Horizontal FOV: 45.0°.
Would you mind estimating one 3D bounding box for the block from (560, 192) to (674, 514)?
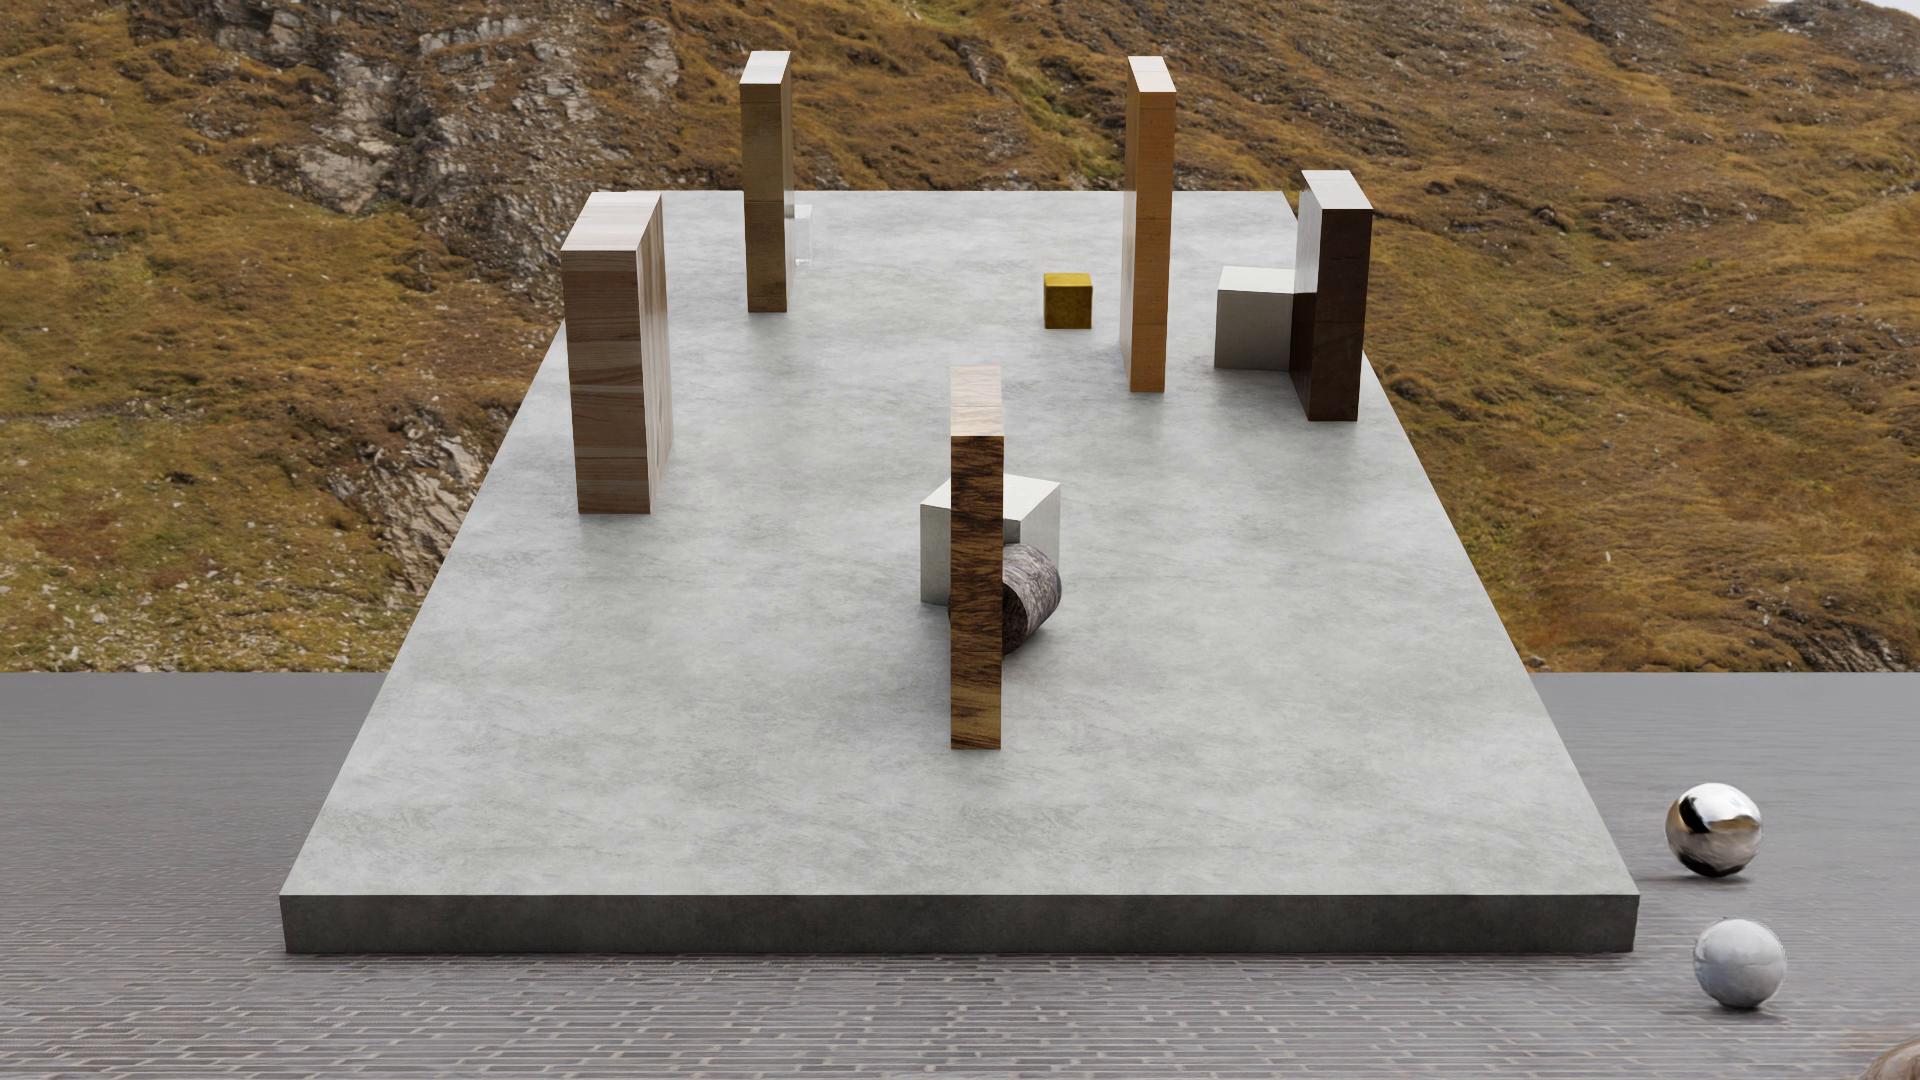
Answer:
[{"bbox_3d":[-0.706,-0.395,4.818,0.147,0.556,0.435,0,23,0],"label":"block"}]

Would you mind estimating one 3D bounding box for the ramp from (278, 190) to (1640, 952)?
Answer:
[{"bbox_3d":[-0.008,-0.227,5.259,2.000,0.100,4.000,0,23,0],"label":"ramp"}]

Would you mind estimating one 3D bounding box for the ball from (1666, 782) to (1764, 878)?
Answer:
[{"bbox_3d":[1.522,0.584,4.673,0.190,0.190,0.190,0,-3,0],"label":"ball"}]

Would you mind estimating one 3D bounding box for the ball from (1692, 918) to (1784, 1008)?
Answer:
[{"bbox_3d":[0.972,0.528,2.892,0.109,0.109,0.109,0,-3,0],"label":"ball"}]

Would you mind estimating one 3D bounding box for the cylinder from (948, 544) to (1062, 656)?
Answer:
[{"bbox_3d":[0.081,0.106,4.166,0.156,0.156,0.156,-2,20,27],"label":"cylinder"}]

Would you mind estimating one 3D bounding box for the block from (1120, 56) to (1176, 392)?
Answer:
[{"bbox_3d":[0.437,-0.744,5.444,0.081,0.705,0.378,0,23,0],"label":"block"}]

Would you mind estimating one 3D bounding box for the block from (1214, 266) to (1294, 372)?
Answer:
[{"bbox_3d":[0.725,-0.536,5.605,0.196,0.196,0.196,4,24,10],"label":"block"}]

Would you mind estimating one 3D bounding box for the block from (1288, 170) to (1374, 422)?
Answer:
[{"bbox_3d":[0.842,-0.560,5.289,0.111,0.493,0.332,0,23,0],"label":"block"}]

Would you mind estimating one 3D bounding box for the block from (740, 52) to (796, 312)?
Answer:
[{"bbox_3d":[-0.496,-0.935,6.025,0.101,0.592,0.392,0,23,0],"label":"block"}]

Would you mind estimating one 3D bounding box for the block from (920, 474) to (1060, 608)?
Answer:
[{"bbox_3d":[0.058,0.004,4.347,0.200,0.200,0.200,10,25,22],"label":"block"}]

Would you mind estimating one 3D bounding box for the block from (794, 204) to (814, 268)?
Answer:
[{"bbox_3d":[-0.477,-0.834,6.359,0.140,0.140,0.140,0,23,-1],"label":"block"}]

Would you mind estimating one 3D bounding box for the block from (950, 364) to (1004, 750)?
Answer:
[{"bbox_3d":[0.026,0.024,3.858,0.083,0.551,0.338,0,23,0],"label":"block"}]

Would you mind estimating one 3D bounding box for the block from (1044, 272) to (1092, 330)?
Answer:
[{"bbox_3d":[0.273,-0.604,5.862,0.115,0.115,0.115,0,23,-1],"label":"block"}]

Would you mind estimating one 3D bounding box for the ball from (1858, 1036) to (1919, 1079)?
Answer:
[{"bbox_3d":[0.700,0.429,1.612,0.169,0.169,0.169,0,-3,0],"label":"ball"}]
